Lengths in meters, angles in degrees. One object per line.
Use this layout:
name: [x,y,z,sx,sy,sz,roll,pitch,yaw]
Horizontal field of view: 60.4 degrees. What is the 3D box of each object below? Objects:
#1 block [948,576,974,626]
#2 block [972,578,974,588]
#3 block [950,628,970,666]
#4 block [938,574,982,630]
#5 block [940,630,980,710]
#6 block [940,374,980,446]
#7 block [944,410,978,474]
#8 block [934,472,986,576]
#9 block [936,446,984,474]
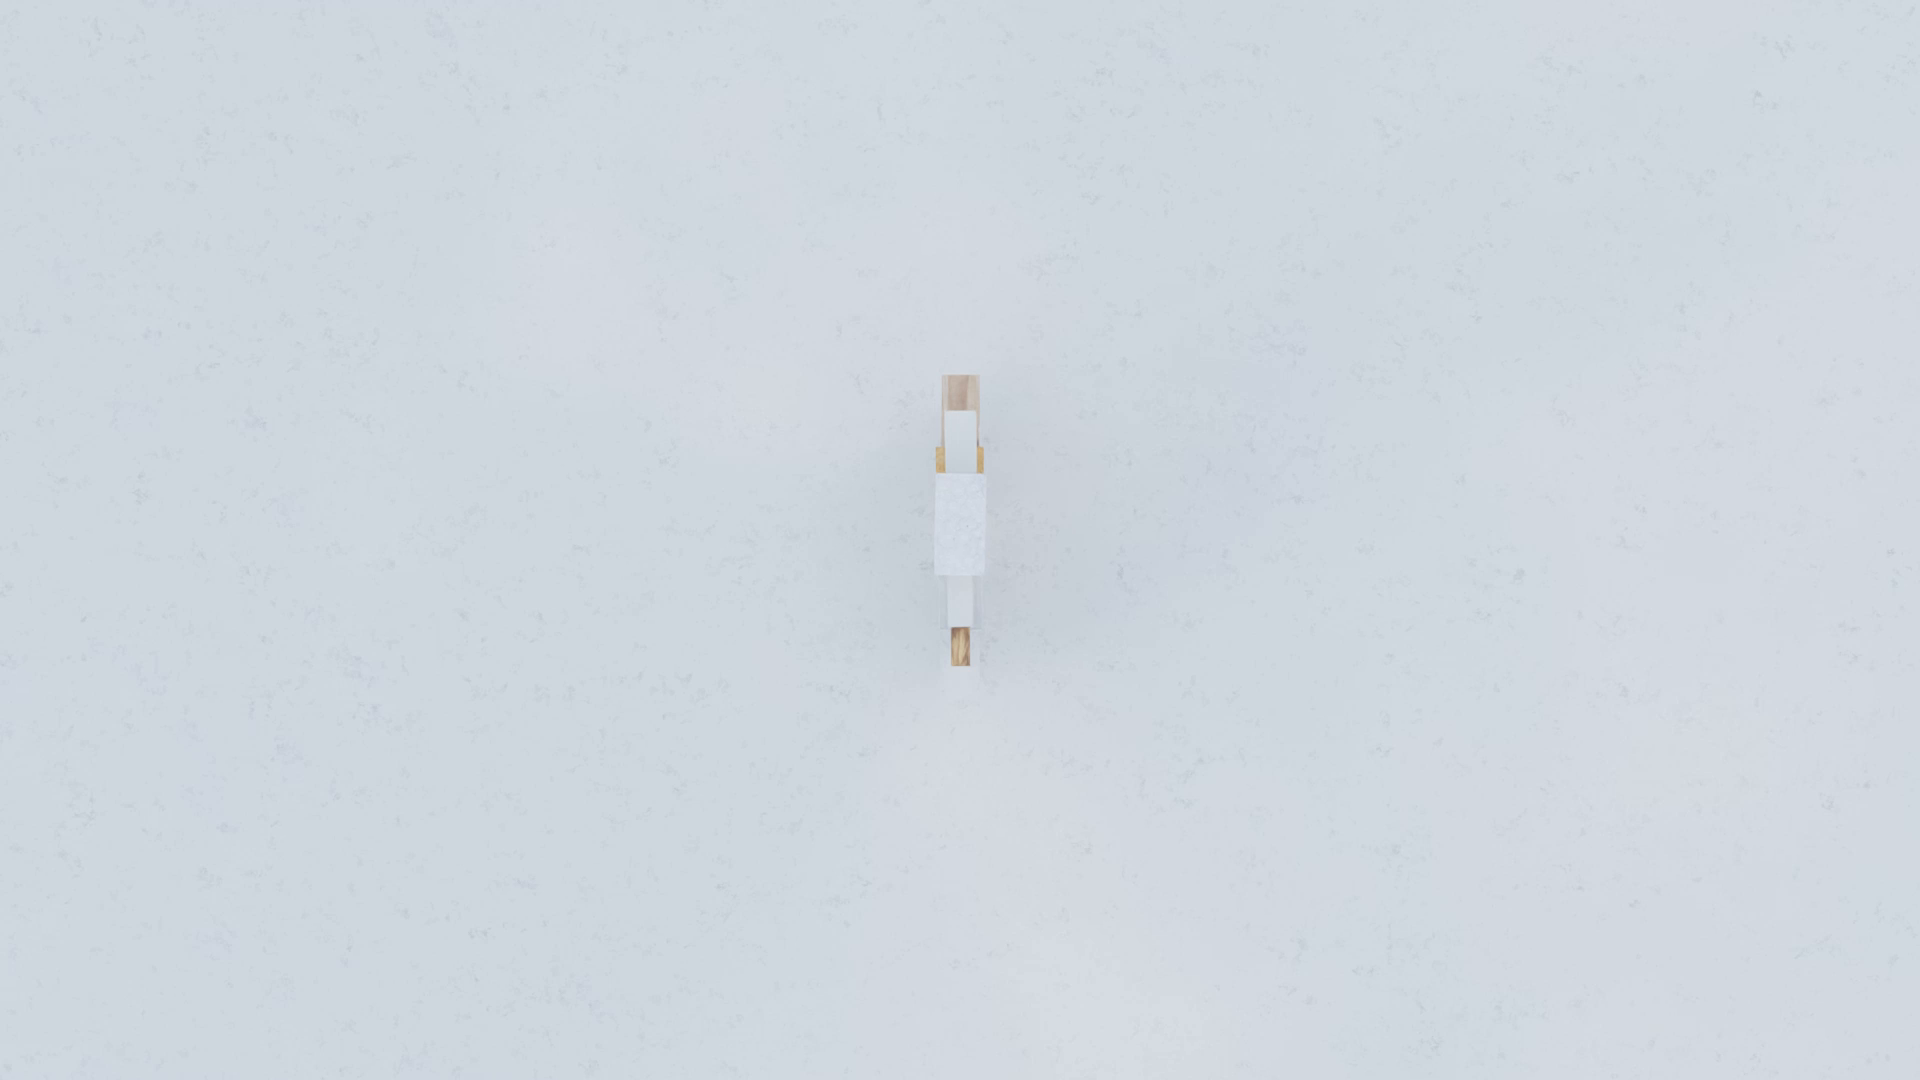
block: [0.002,0.168,4.554,0.069,0.020,0.139,-1,90,0]
block: [0.002,0.122,4.633,0.069,0.139,0.020,-1,90,0]
block: [0.002,0.297,4.589,0.053,0.015,0.106,-1,90,0]
block: [0.001,0.134,4.720,0.122,0.035,0.244,-1,90,0]
block: [-0.001,0.379,4.830,0.117,0.033,0.233,0,90,0]
block: [0.001,-0.380,4.950,0.114,0.032,0.229,0,90,0]
block: [0.003,-0.266,4.490,0.085,0.024,0.170,-1,90,0]
block: [0.001,-0.042,4.383,0.135,0.038,0.269,1,90,0]
block: [0.000,-0.129,4.691,0.135,0.038,0.271,0,90,0]
